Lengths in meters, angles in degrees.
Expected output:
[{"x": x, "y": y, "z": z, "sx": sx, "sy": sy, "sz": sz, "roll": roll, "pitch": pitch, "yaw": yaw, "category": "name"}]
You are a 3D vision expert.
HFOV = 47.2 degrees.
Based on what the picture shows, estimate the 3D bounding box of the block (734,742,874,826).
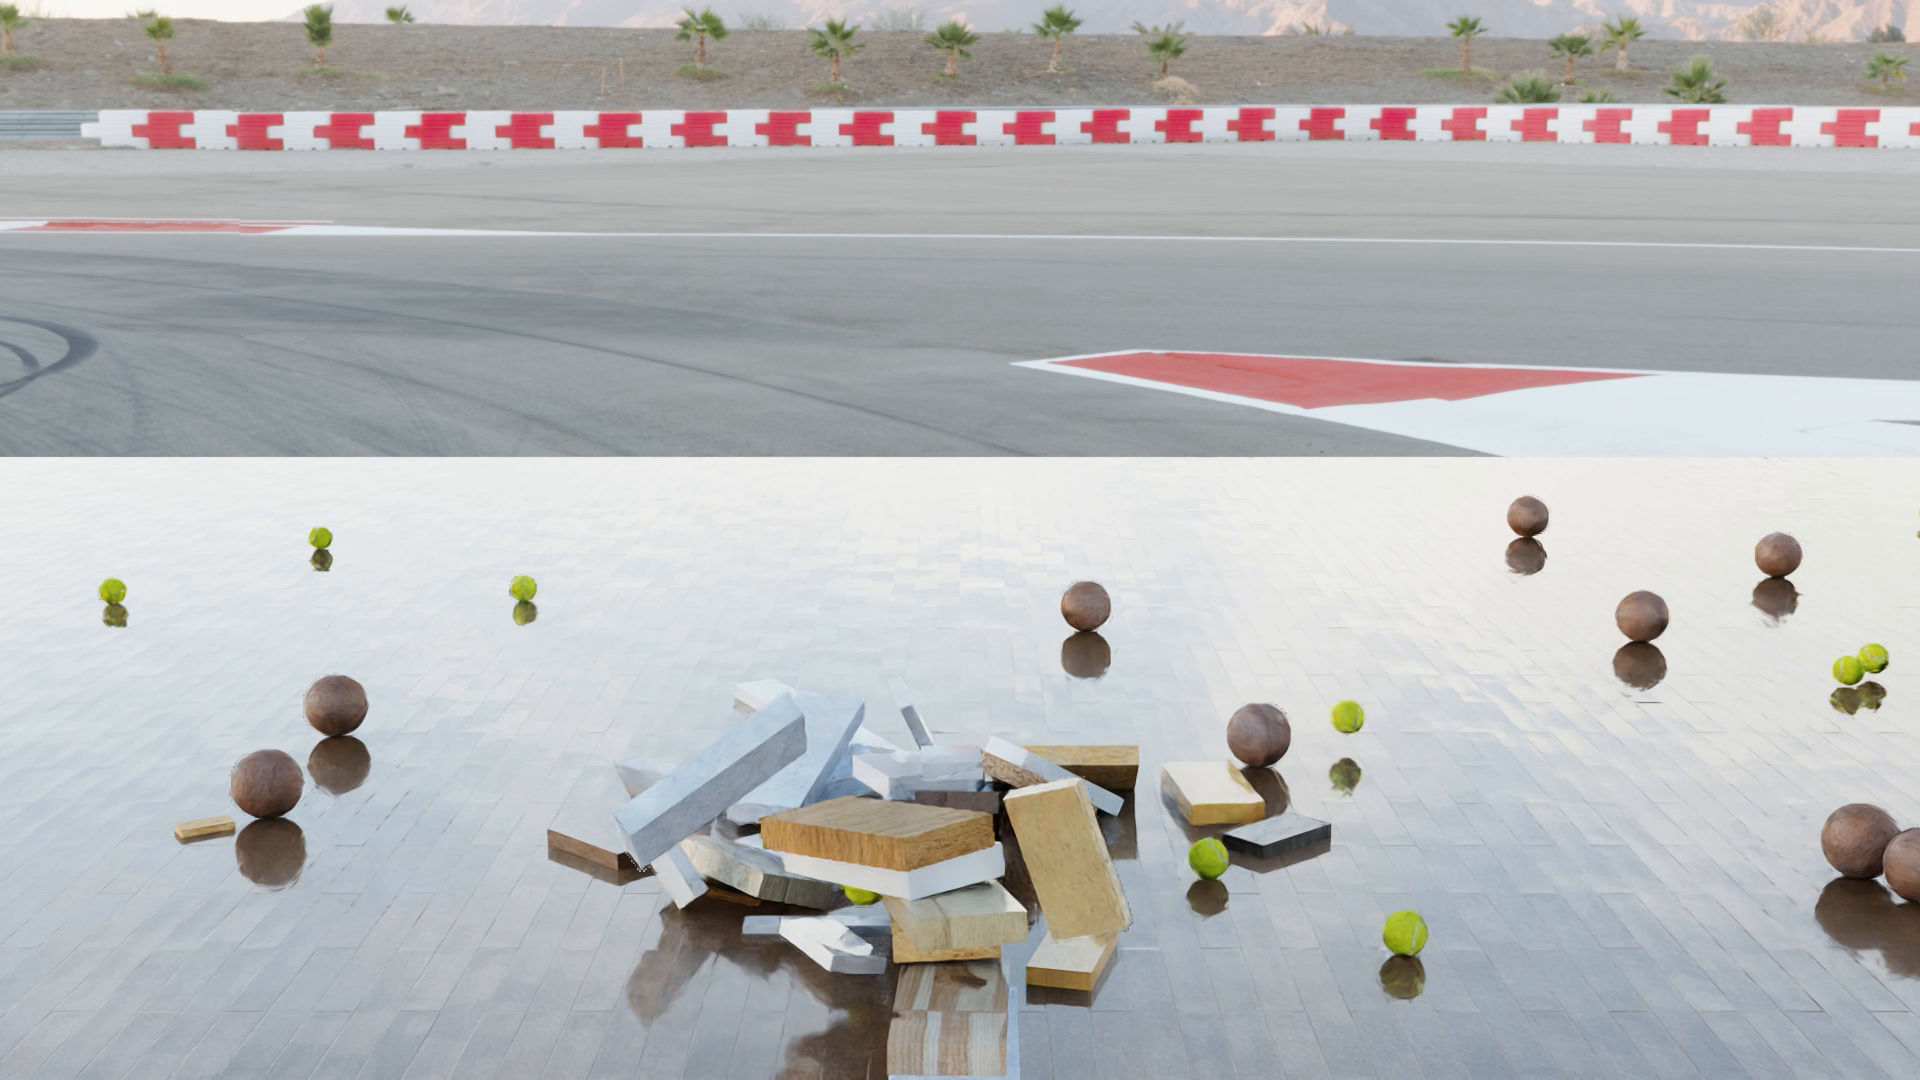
[{"x": -0.299, "y": 0.457, "z": 4.129, "sx": 0.293, "sy": 0.042, "sz": 0.147, "roll": -12, "pitch": 18, "yaw": -18, "category": "block"}]

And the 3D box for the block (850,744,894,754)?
[{"x": -0.224, "y": 0.451, "z": 4.241, "sx": 0.102, "sy": 0.029, "sz": 0.204, "roll": 5, "pitch": 21, "yaw": 34, "category": "block"}]

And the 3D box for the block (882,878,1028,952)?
[{"x": -0.012, "y": 0.525, "z": 3.146, "sx": 0.153, "sy": 0.043, "sz": 0.307, "roll": -3, "pitch": 4, "yaw": -11, "category": "block"}]

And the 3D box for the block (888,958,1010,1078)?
[{"x": -0.011, "y": 0.644, "z": 2.993, "sx": 0.153, "sy": 0.043, "sz": 0.307, "roll": 1, "pitch": 11, "yaw": 2, "category": "block"}]

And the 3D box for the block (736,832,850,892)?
[{"x": -0.262, "y": 0.549, "z": 3.794, "sx": 0.124, "sy": 0.035, "sz": 0.248, "roll": -10, "pitch": 14, "yaw": -42, "category": "block"}]

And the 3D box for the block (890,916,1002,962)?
[{"x": -0.027, "y": 0.559, "z": 3.307, "sx": 0.153, "sy": 0.043, "sz": 0.410, "roll": -2, "pitch": 4, "yaw": -2, "category": "block"}]

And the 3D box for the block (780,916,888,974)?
[{"x": -0.196, "y": 0.621, "z": 3.375, "sx": 0.093, "sy": 0.026, "sz": 0.186, "roll": 9, "pitch": 5, "yaw": -30, "category": "block"}]

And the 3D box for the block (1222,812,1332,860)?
[{"x": 0.567, "y": 0.528, "z": 3.930, "sx": 0.187, "sy": 0.027, "sz": 0.094, "roll": -9, "pitch": 14, "yaw": -41, "category": "block"}]

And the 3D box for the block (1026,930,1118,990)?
[{"x": 0.172, "y": 0.633, "z": 3.359, "sx": 0.099, "sy": 0.028, "sz": 0.198, "roll": 3, "pitch": 11, "yaw": 15, "category": "block"}]

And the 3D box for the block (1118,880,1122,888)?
[{"x": 0.208, "y": 0.567, "z": 3.530, "sx": 0.047, "sy": 0.094, "sz": 0.013, "roll": 40, "pitch": 20, "yaw": -35, "category": "block"}]

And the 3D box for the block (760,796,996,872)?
[{"x": -0.126, "y": 0.430, "z": 3.243, "sx": 0.169, "sy": 0.048, "sz": 0.338, "roll": -10, "pitch": 6, "yaw": -41, "category": "block"}]

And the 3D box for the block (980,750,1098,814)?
[{"x": 0.135, "y": 0.447, "z": 3.980, "sx": 0.124, "sy": 0.035, "sz": 0.248, "roll": 20, "pitch": -8, "yaw": 39, "category": "block"}]

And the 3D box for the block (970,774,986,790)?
[{"x": -0.016, "y": 0.433, "z": 3.940, "sx": 0.109, "sy": 0.031, "sz": 0.219, "roll": -1, "pitch": -2, "yaw": 4, "category": "block"}]

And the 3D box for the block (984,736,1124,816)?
[{"x": 0.175, "y": 0.437, "z": 4.064, "sx": 0.247, "sy": 0.035, "sz": 0.124, "roll": 30, "pitch": -8, "yaw": -32, "category": "block"}]

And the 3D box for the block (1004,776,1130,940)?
[{"x": 0.126, "y": 0.375, "z": 2.583, "sx": 0.093, "sy": 0.186, "sz": 0.026, "roll": -14, "pitch": 13, "yaw": 24, "category": "block"}]

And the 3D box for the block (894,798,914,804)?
[{"x": -0.036, "y": 0.483, "z": 3.783, "sx": 0.136, "sy": 0.039, "sz": 0.272, "roll": -1, "pitch": -18, "yaw": 5, "category": "block"}]

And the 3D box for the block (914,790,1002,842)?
[{"x": 0.000, "y": 0.488, "z": 3.658, "sx": 0.136, "sy": 0.039, "sz": 0.272, "roll": 0, "pitch": -29, "yaw": 3, "category": "block"}]

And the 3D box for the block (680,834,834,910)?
[{"x": -0.359, "y": 0.546, "z": 3.657, "sx": 0.147, "sy": 0.042, "sz": 0.293, "roll": 18, "pitch": -4, "yaw": -41, "category": "block"}]

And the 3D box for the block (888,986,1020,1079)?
[{"x": -0.009, "y": 0.747, "z": 2.695, "sx": 0.169, "sy": 0.048, "sz": 0.925, "roll": 0, "pitch": 11, "yaw": 1, "category": "block"}]

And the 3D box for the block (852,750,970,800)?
[{"x": -0.087, "y": 0.400, "z": 3.750, "sx": 0.136, "sy": 0.039, "sz": 0.272, "roll": -2, "pitch": 3, "yaw": -15, "category": "block"}]

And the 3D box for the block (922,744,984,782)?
[{"x": -0.014, "y": 0.369, "z": 3.650, "sx": 0.099, "sy": 0.028, "sz": 0.198, "roll": -2, "pitch": 3, "yaw": -1, "category": "block"}]

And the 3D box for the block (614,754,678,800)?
[{"x": -0.556, "y": 0.458, "z": 4.122, "sx": 0.187, "sy": 0.094, "sz": 0.027, "roll": 7, "pitch": 43, "yaw": 33, "category": "block"}]

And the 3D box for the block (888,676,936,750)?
[{"x": -0.085, "y": 0.366, "z": 4.329, "sx": 0.026, "sy": 0.186, "sz": 0.093, "roll": -26, "pitch": 35, "yaw": -1, "category": "block"}]

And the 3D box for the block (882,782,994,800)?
[{"x": -0.040, "y": 0.471, "z": 4.085, "sx": 0.109, "sy": 0.031, "sz": 0.219, "roll": -2, "pitch": -2, "yaw": 30, "category": "block"}]

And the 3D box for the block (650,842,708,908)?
[{"x": -0.482, "y": 0.504, "z": 3.568, "sx": 0.027, "sy": 0.187, "sz": 0.094, "roll": -31, "pitch": -6, "yaw": -30, "category": "block"}]

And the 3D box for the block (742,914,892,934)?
[{"x": -0.208, "y": 0.613, "z": 3.507, "sx": 0.272, "sy": 0.014, "sz": 0.048, "roll": 0, "pitch": 11, "yaw": -1, "category": "block"}]

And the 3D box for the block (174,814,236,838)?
[{"x": -1.375, "y": 0.521, "z": 4.003, "sx": 0.095, "sy": 0.014, "sz": 0.048, "roll": -7, "pitch": 13, "yaw": -34, "category": "block"}]

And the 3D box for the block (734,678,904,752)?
[{"x": -0.261, "y": 0.405, "z": 4.588, "sx": 0.102, "sy": 0.029, "sz": 0.882, "roll": -5, "pitch": 12, "yaw": -27, "category": "block"}]

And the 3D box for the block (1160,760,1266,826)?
[{"x": 0.477, "y": 0.477, "z": 4.170, "sx": 0.137, "sy": 0.039, "sz": 0.274, "roll": -1, "pitch": 11, "yaw": -6, "category": "block"}]

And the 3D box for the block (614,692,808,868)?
[{"x": -0.349, "y": 0.341, "z": 3.115, "sx": 0.293, "sy": 0.042, "sz": 0.147, "roll": -35, "pitch": -20, "yaw": -17, "category": "block"}]

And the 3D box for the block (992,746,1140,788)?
[{"x": 0.200, "y": 0.434, "z": 4.202, "sx": 0.275, "sy": 0.039, "sz": 0.137, "roll": 0, "pitch": -25, "yaw": 1, "category": "block"}]

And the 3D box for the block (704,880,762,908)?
[{"x": -0.377, "y": 0.579, "z": 3.602, "sx": 0.095, "sy": 0.013, "sz": 0.047, "roll": 19, "pitch": 0, "yaw": -30, "category": "block"}]

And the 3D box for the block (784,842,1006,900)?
[{"x": -0.103, "y": 0.473, "z": 3.279, "sx": 0.169, "sy": 0.048, "sz": 0.338, "roll": -9, "pitch": 5, "yaw": -35, "category": "block"}]

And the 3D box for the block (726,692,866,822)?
[{"x": -0.303, "y": 0.405, "z": 4.123, "sx": 0.137, "sy": 0.039, "sz": 0.435, "roll": 4, "pitch": 24, "yaw": 13, "category": "block"}]

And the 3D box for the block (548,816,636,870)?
[{"x": -0.627, "y": 0.535, "z": 3.888, "sx": 0.204, "sy": 0.029, "sz": 0.102, "roll": 10, "pitch": 14, "yaw": 43, "category": "block"}]
